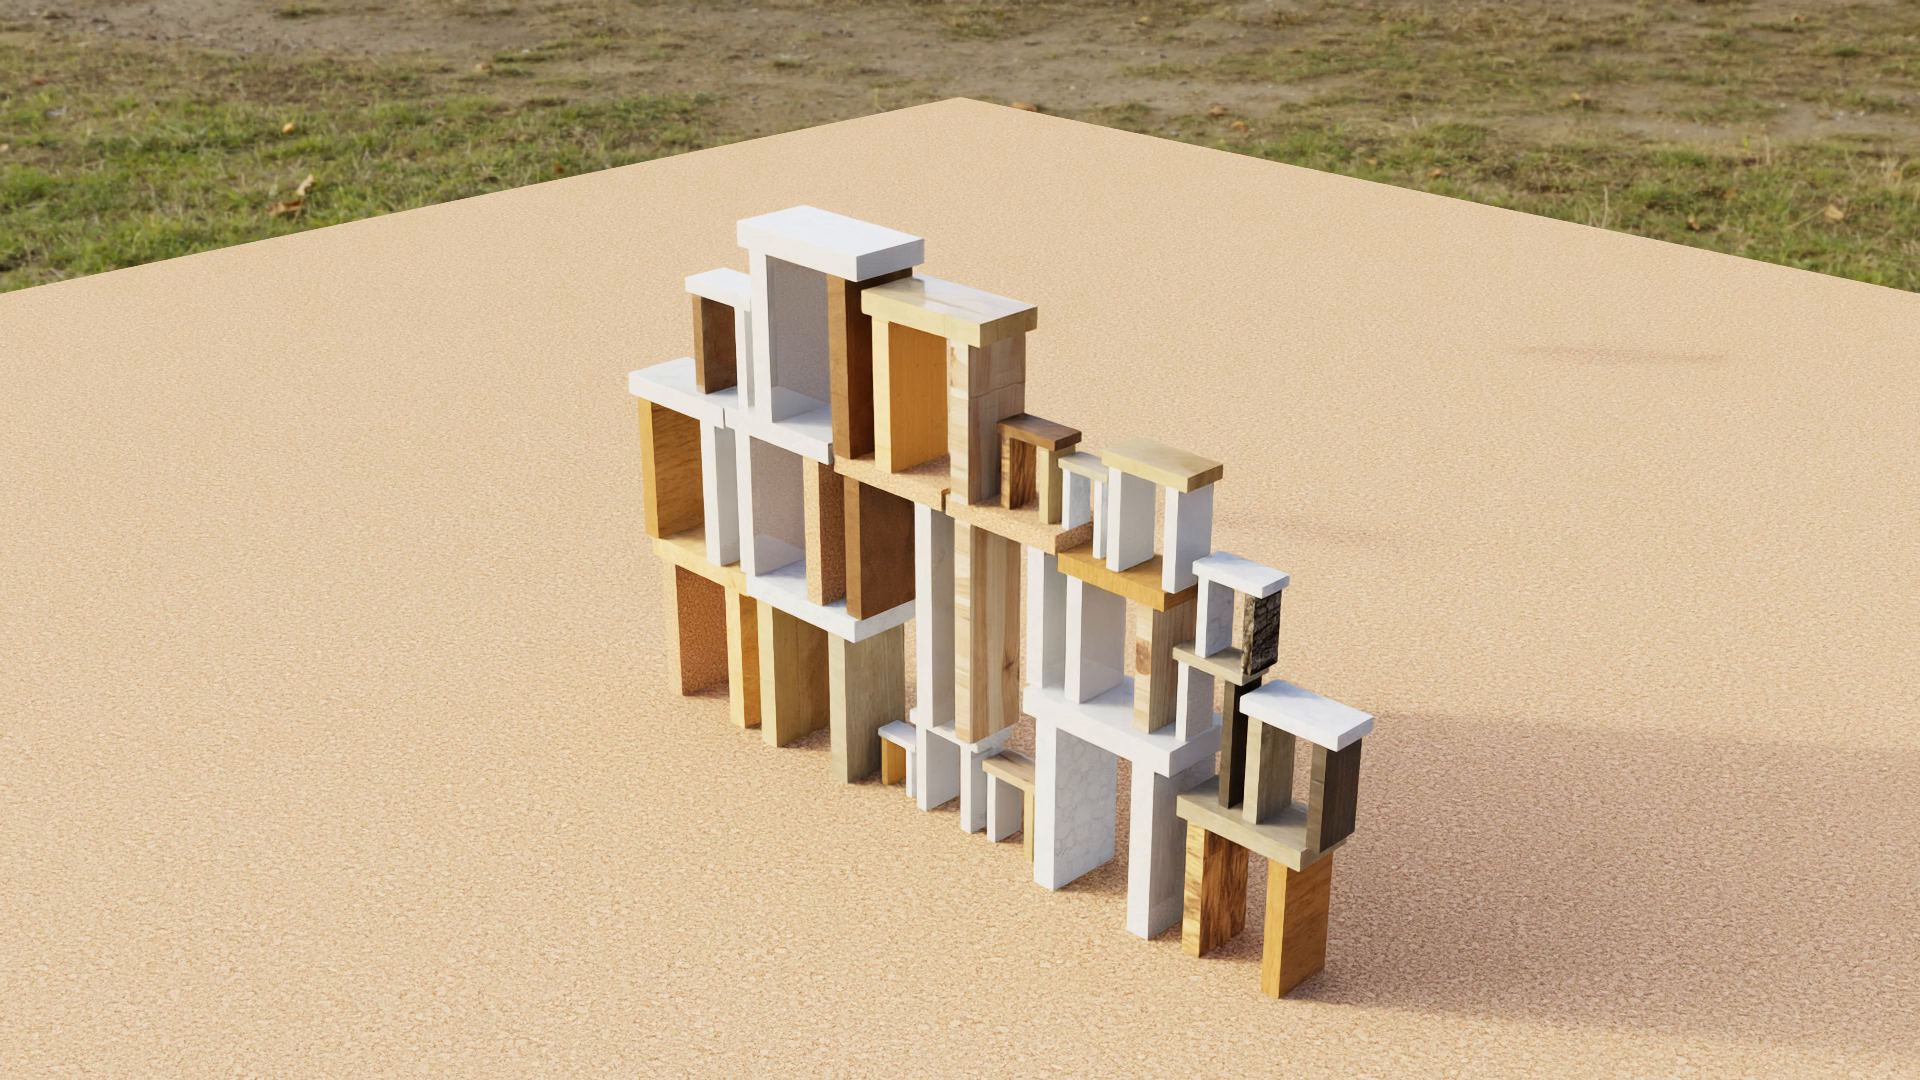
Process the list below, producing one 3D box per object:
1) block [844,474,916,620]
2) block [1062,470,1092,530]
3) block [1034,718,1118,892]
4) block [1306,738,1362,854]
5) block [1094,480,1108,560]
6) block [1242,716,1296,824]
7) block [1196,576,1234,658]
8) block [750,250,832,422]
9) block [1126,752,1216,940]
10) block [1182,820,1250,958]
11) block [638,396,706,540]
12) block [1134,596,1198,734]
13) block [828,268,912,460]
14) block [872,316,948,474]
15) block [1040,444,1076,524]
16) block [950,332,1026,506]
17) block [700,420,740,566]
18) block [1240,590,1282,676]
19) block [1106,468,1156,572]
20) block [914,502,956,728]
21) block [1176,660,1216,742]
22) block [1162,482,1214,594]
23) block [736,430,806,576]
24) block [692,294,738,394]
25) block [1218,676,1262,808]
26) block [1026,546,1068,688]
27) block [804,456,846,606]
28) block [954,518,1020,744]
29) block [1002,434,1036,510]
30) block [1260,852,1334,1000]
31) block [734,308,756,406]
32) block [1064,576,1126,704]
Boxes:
[{"bbox_3d":[-0.159,-0.004,4.402,0.043,0.302,0.151,21,31,41],"label":"block"},{"bbox_3d":[0.210,-0.080,3.960,0.016,0.114,0.057,21,31,40],"label":"block"},{"bbox_3d":[0.222,0.475,4.189,0.050,0.353,0.176,21,31,41],"label":"block"},{"bbox_3d":[0.633,0.419,3.721,0.101,0.202,0.029,-21,31,-41],"label":"block"},{"bbox_3d":[0.264,-0.044,3.917,0.057,0.148,0.016,-21,31,-41],"label":"block"},{"bbox_3d":[0.538,0.382,3.809,0.029,0.203,0.101,21,31,41],"label":"block"},{"bbox_3d":[0.442,0.122,3.803,0.075,0.149,0.021,-21,31,-41],"label":"block"},{"bbox_3d":[-0.333,-0.426,4.413,0.175,0.349,0.049,-21,31,-41],"label":"block"},{"bbox_3d":[0.388,0.540,4.036,0.050,0.353,0.176,21,31,41],"label":"block"},{"bbox_3d":[0.465,0.608,3.981,0.038,0.271,0.135,21,31,41],"label":"block"},{"bbox_3d":[-0.619,-0.177,4.816,0.160,0.319,0.045,-21,31,-41],"label":"block"},{"bbox_3d":[0.366,0.210,3.916,0.124,0.248,0.035,-21,31,-41],"label":"block"},{"bbox_3d":[-0.170,-0.354,4.264,0.175,0.365,0.049,-22,31,-40],"label":"block"},{"bbox_3d":[-0.094,-0.294,4.197,0.153,0.305,0.043,-22,31,-40],"label":"block"},{"bbox_3d":[0.176,-0.107,3.986,0.020,0.144,0.072,21,31,40],"label":"block"},{"bbox_3d":[0.052,-0.234,4.067,0.043,0.313,0.153,21,31,40],"label":"block"},{"bbox_3d":[-0.469,-0.118,4.677,0.160,0.319,0.045,-21,31,-41],"label":"block"},{"bbox_3d":[0.512,0.150,3.738,0.075,0.149,0.021,-21,31,-41],"label":"block"},{"bbox_3d":[0.302,-0.048,3.871,0.027,0.192,0.096,21,31,41],"label":"block"},{"bbox_3d":[-0.016,0.128,4.304,0.151,0.470,0.043,-21,31,-40],"label":"block"},{"bbox_3d":[0.417,0.274,3.888,0.076,0.153,0.022,-21,31,-41],"label":"block"},{"bbox_3d":[0.393,-0.012,3.787,0.096,0.192,0.027,-21,31,-41],"label":"block"},{"bbox_3d":[-0.389,-0.097,4.603,0.045,0.316,0.158,21,31,41],"label":"block"},{"bbox_3d":[-0.505,-0.420,4.590,0.103,0.214,0.029,-21,31,-40],"label":"block"},{"bbox_3d":[0.489,0.345,3.840,0.022,0.247,0.076,21,31,41],"label":"block"},{"bbox_3d":[0.187,0.124,4.082,0.139,0.278,0.039,-21,31,-41],"label":"block"},{"bbox_3d":[-0.240,-0.038,4.465,0.158,0.316,0.045,-21,31,-41],"label":"block"},{"bbox_3d":[0.054,0.160,4.237,0.039,0.465,0.139,21,31,41],"label":"block"},{"bbox_3d":[0.108,-0.134,4.048,0.020,0.144,0.072,21,31,40],"label":"block"},{"bbox_3d":[0.593,0.658,3.863,0.038,0.271,0.135,21,31,41],"label":"block"},{"bbox_3d":[-0.408,-0.385,4.499,0.103,0.207,0.029,-21,31,-41],"label":"block"},{"bbox_3d":[0.249,0.164,4.024,0.124,0.248,0.035,-21,31,-41],"label":"block"}]
